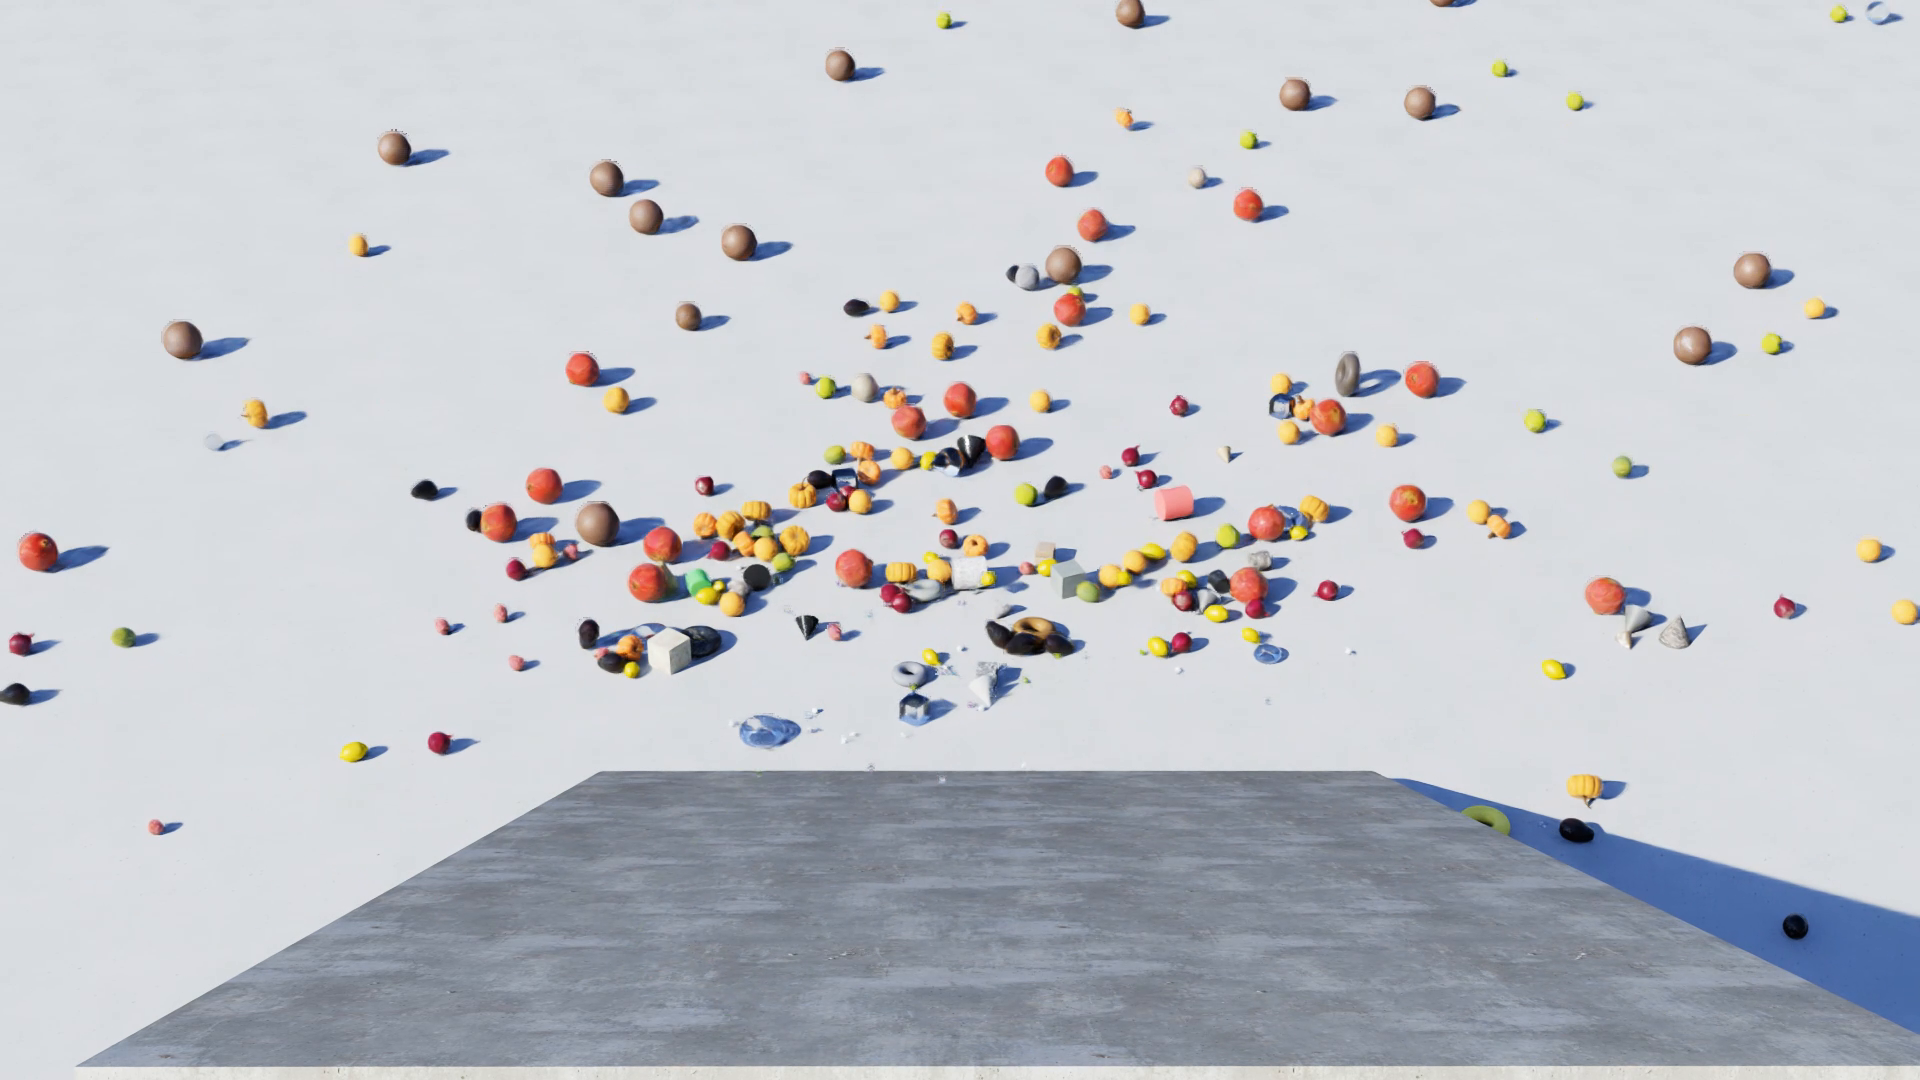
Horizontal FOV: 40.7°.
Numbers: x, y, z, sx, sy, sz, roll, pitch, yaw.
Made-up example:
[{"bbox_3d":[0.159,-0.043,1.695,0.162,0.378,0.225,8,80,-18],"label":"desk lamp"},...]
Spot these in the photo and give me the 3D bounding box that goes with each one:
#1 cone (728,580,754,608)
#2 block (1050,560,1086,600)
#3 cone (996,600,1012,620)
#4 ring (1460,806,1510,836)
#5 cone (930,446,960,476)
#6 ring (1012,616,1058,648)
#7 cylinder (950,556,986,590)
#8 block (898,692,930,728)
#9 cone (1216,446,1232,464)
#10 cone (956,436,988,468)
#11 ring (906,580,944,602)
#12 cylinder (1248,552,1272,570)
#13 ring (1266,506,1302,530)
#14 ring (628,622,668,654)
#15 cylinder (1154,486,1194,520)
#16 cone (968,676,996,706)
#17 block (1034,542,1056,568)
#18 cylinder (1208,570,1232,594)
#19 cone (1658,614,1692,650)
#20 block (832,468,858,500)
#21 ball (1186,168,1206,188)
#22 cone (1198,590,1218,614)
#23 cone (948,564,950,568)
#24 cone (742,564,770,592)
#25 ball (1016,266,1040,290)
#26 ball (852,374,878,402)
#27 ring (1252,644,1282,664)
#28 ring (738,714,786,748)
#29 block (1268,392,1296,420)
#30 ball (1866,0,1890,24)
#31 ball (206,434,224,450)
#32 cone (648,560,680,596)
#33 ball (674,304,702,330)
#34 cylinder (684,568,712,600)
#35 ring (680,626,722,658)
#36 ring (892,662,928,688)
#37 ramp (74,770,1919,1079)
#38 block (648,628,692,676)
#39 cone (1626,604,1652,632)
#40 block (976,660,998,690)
[{"bbox_3d":[-0.648,0.170,7.528,0.079,0.079,0.079,7,59,11],"label":"cone"},{"bbox_3d":[0.316,0.116,7.578,0.076,0.076,0.076,-14,34,-21],"label":"block"},{"bbox_3d":[0.114,0.210,7.473,0.055,0.055,0.055,19,63,28],"label":"cone"},{"bbox_3d":[1.336,0.730,6.618,0.138,0.046,0.138,0,33,0],"label":"ring"},{"bbox_3d":[-0.065,-0.241,8.105,0.097,0.097,0.097,26,22,35],"label":"cone"},{"bbox_3d":[0.212,0.261,7.374,0.130,0.043,0.130,2,29,-1],"label":"ring"},{"bbox_3d":[0.026,0.096,7.592,0.094,0.094,0.094,-4,32,-7],"label":"cylinder"},{"bbox_3d":[-0.123,0.460,7.038,0.061,0.061,0.061,21,37,30],"label":"block"},{"bbox_3d":[0.845,-0.263,8.237,0.052,0.052,0.052,-8,59,-12],"label":"cone"},{"bbox_3d":[0.035,-0.264,8.219,0.098,0.098,0.098,2,58,3],"label":"cone"},{"bbox_3d":[-0.103,0.146,7.557,0.109,0.036,0.109,-7,22,3],"label":"ring"},{"bbox_3d":[0.888,0.063,7.684,0.054,0.054,0.054,-5,32,-11],"label":"cylinder"},{"bbox_3d":[0.991,-0.066,7.908,0.111,0.037,0.111,0,33,0],"label":"ring"},{"bbox_3d":[-0.877,0.278,7.350,0.124,0.041,0.124,-1,33,1],"label":"ring"},{"bbox_3d":[0.656,-0.113,7.930,0.093,0.093,0.093,-10,33,-16],"label":"cylinder"},{"bbox_3d":[0.071,0.427,7.115,0.078,0.078,0.078,-10,60,-16],"label":"cone"},{"bbox_3d":[0.254,0.043,7.717,0.053,0.053,0.053,6,32,9],"label":"block"},{"bbox_3d":[0.760,0.123,7.587,0.053,0.053,0.053,-10,33,-16],"label":"cylinder"},{"bbox_3d":[2.035,0.246,7.353,0.092,0.092,0.092,0,32,0],"label":"cone"},{"bbox_3d":[-0.357,-0.176,8.055,0.068,0.068,0.068,-8,33,-13],"label":"block"},{"bbox_3d":[0.915,-1.402,10.020,0.078,0.078,0.078,0,32,0],"label":"ball"},{"bbox_3d":[0.706,0.191,7.499,0.067,0.067,0.067,14,61,21],"label":"cone"},{"bbox_3d":[-0.001,0.100,7.650,0.060,0.060,0.060,-4,59,-7],"label":"cone"},{"bbox_3d":[-0.598,0.107,7.629,0.082,0.082,0.082,-2,5,-4],"label":"cone"},{"bbox_3d":[0.241,-0.937,9.261,0.088,0.088,0.088,0,32,0],"label":"ball"},{"bbox_3d":[-0.314,-0.502,8.559,0.090,0.090,0.090,0,32,0],"label":"ball"},{"bbox_3d":[0.865,0.321,7.294,0.080,0.027,0.080,-1,31,1],"label":"ring"},{"bbox_3d":[-0.533,0.515,6.967,0.126,0.042,0.126,0,30,0],"label":"ring"},{"bbox_3d":[1.054,-0.437,8.482,0.060,0.060,0.060,24,39,33],"label":"block"},{"bbox_3d":[4.078,-2.347,11.521,0.100,0.100,0.100,0,32,0],"label":"ball"},{"bbox_3d":[-2.386,-0.313,8.288,0.055,0.055,0.055,0,32,0],"label":"ball"},{"bbox_3d":[-0.870,0.097,7.589,0.096,0.096,0.096,0,32,0],"label":"cone"},{"bbox_3d":[-0.943,-0.774,8.993,0.096,0.096,0.096,0,32,0],"label":"ball"},{"bbox_3d":[-0.764,0.128,7.567,0.065,0.065,0.065,-11,34,-17],"label":"cylinder"},{"bbox_3d":[-0.741,0.287,7.334,0.131,0.044,0.131,-1,32,1],"label":"ring"},{"bbox_3d":[-0.140,0.373,7.203,0.103,0.034,0.103,1,31,0],"label":"ring"},{"bbox_3d":[0.071,0.624,4.713,2.000,0.100,4.000,0,-1,0],"label":"ramp"},{"bbox_3d":[-0.813,0.312,7.254,0.084,0.084,0.084,23,39,32],"label":"block"},{"bbox_3d":[1.921,0.243,7.408,0.083,0.083,0.083,23,65,32],"label":"cone"},{"bbox_3d":[0.074,0.375,7.181,0.054,0.054,0.054,4,32,6],"label":"block"}]
